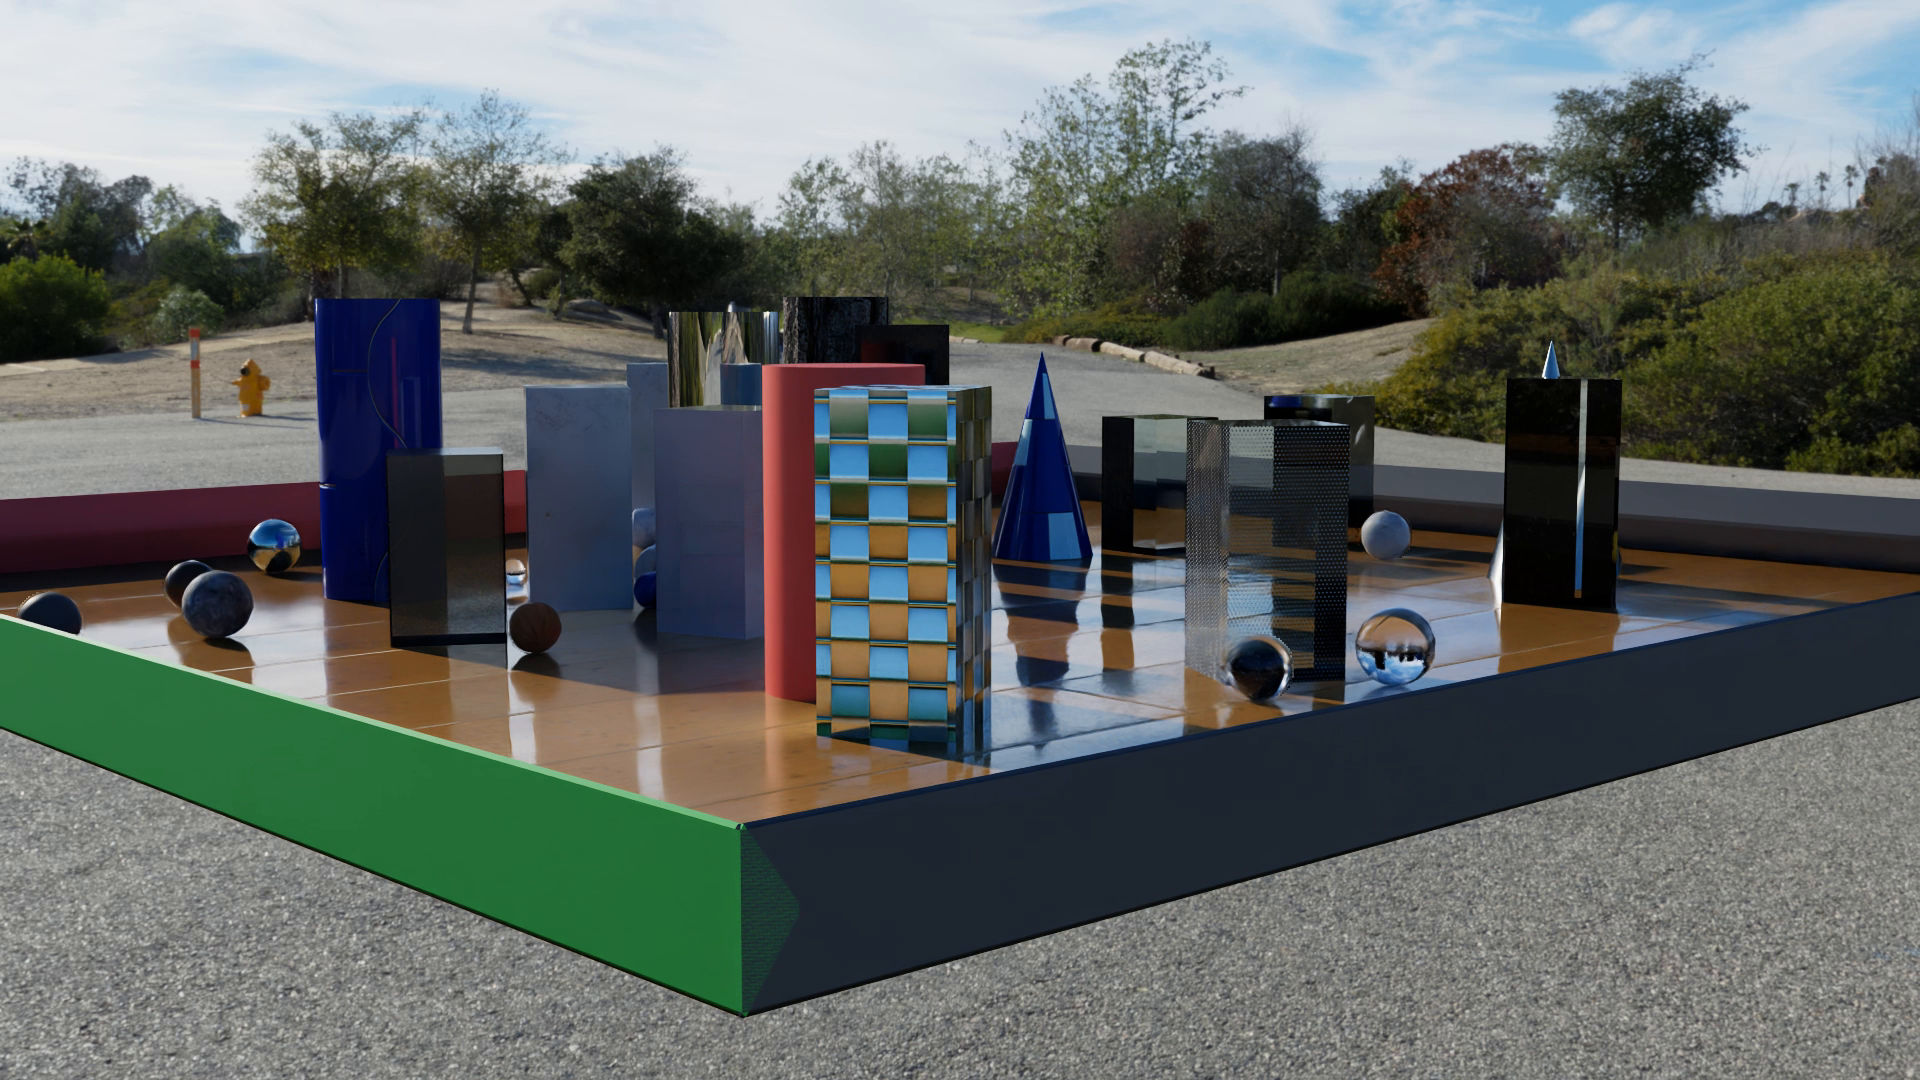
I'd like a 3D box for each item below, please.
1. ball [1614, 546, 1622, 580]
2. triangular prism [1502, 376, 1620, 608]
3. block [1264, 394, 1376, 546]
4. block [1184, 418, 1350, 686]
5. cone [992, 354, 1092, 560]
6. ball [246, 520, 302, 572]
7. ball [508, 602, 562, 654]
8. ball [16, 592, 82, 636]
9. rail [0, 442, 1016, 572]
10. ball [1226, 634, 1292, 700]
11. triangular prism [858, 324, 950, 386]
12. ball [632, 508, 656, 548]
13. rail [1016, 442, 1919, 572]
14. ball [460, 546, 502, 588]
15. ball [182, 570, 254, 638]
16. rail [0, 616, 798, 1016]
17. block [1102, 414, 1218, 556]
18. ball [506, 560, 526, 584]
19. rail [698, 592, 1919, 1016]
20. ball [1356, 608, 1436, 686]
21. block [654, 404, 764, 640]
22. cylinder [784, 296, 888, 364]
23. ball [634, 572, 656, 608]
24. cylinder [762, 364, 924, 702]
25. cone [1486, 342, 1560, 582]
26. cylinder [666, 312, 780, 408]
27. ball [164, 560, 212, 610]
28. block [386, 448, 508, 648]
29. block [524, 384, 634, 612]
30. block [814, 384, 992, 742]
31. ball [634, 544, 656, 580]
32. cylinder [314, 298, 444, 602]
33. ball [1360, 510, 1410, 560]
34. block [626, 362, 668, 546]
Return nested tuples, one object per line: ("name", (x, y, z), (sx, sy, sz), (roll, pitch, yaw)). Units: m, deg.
("ball", (0.991, 0.034, 3.458), (0.094, 0.094, 0.094), (0, 6, 0))
("triangular prism", (0.921, -0.078, 3.349), (0.163, 0.339, 0.141), (2, 6, 20))
("block", (0.676, -0.133, 4.148), (0.150, 0.279, 0.150), (5, 8, 40))
("block", (0.371, 0.010, 2.672), (0.150, 0.306, 0.150), (-1, 6, -13))
("cone", (0.147, -0.157, 3.953), (0.188, 0.369, 0.188), (0, 6, 0))
("ball", (-1.154, 0.010, 3.703), (0.090, 0.090, 0.090), (0, 6, 0))
("ball", (-0.549, 0.113, 2.839), (0.067, 0.067, 0.067), (0, 6, 0))
("ball", (-1.179, 0.106, 2.846), (0.078, 0.078, 0.078), (0, 6, 0))
("rail", (-0.902, -0.071, 4.304), (2.870, 0.122, 0.045), (-6, 8, -42))
("ball", (0.340, 0.145, 2.501), (0.074, 0.074, 0.074), (0, 6, 0))
("triangular prism", (-0.121, -0.135, 3.518), (0.163, 0.417, 0.141), (-3, 7, -29))
("ball", (-0.589, -0.022, 4.085), (0.073, 0.073, 0.073), (0, 6, 0))
("rail", (1.037, -0.069, 4.284), (0.045, 0.122, 2.708), (-6, 8, -42))
("ball", (-0.762, 0.043, 3.504), (0.065, 0.065, 0.065), (0, 6, 0))
("ball", (-1.002, 0.087, 2.968), (0.091, 0.091, 0.091), (0, 6, 0))
("rail", (-1.037, 0.133, 2.380), (0.045, 0.122, 2.708), (-6, 8, -42))
("block", (0.366, -0.104, 4.036), (0.150, 0.245, 0.150), (-5, 8, -37))
("ball", (-0.721, 0.051, 3.548), (0.040, 0.040, 0.040), (0, 6, 0))
("rail", (0.902, 0.135, 2.360), (2.870, 0.122, 0.045), (-6, 8, -42))
("ball", (0.514, 0.126, 2.593), (0.093, 0.093, 0.093), (0, 6, 0))
("block", (-0.315, -0.029, 3.041), (0.150, 0.307, 0.150), (4, 7, 30))
("cylinder", (-0.221, -0.203, 3.938), (0.188, 0.462, 0.188), (0, 6, 0))
("ball", (-0.455, 0.074, 3.256), (0.055, 0.055, 0.055), (0, 6, 0))
("cylinder", (-0.134, -0.013, 2.553), (0.188, 0.378, 0.188), (0, 6, 0))
("cone", (0.963, -0.132, 3.597), (0.188, 0.394, 0.188), (0, 6, 0))
("cylinder", (-0.398, -0.166, 3.717), (0.188, 0.437, 0.188), (0, 6, 0))
("ball", (-1.127, 0.067, 3.226), (0.075, 0.075, 0.075), (0, 6, 0))
("block", (-0.692, 0.006, 2.965), (0.150, 0.252, 0.150), (-1, 6, -13))
("block", (-0.573, -0.067, 3.297), (0.150, 0.327, 0.150), (-1, 6, -12))
("block", (-0.058, 0.019, 2.328), (0.150, 0.360, 0.150), (2, 6, 15))
("ball", (-0.450, 0.050, 3.333), (0.088, 0.088, 0.088), (0, 6, 0))
("cylinder", (-0.896, -0.144, 3.405), (0.188, 0.457, 0.188), (0, 6, 0))
("ball", (0.753, -0.009, 3.892), (0.087, 0.087, 0.087), (0, 6, 0))
("block", (-0.529, -0.165, 4.170), (0.150, 0.339, 0.150), (2, 6, 15))
